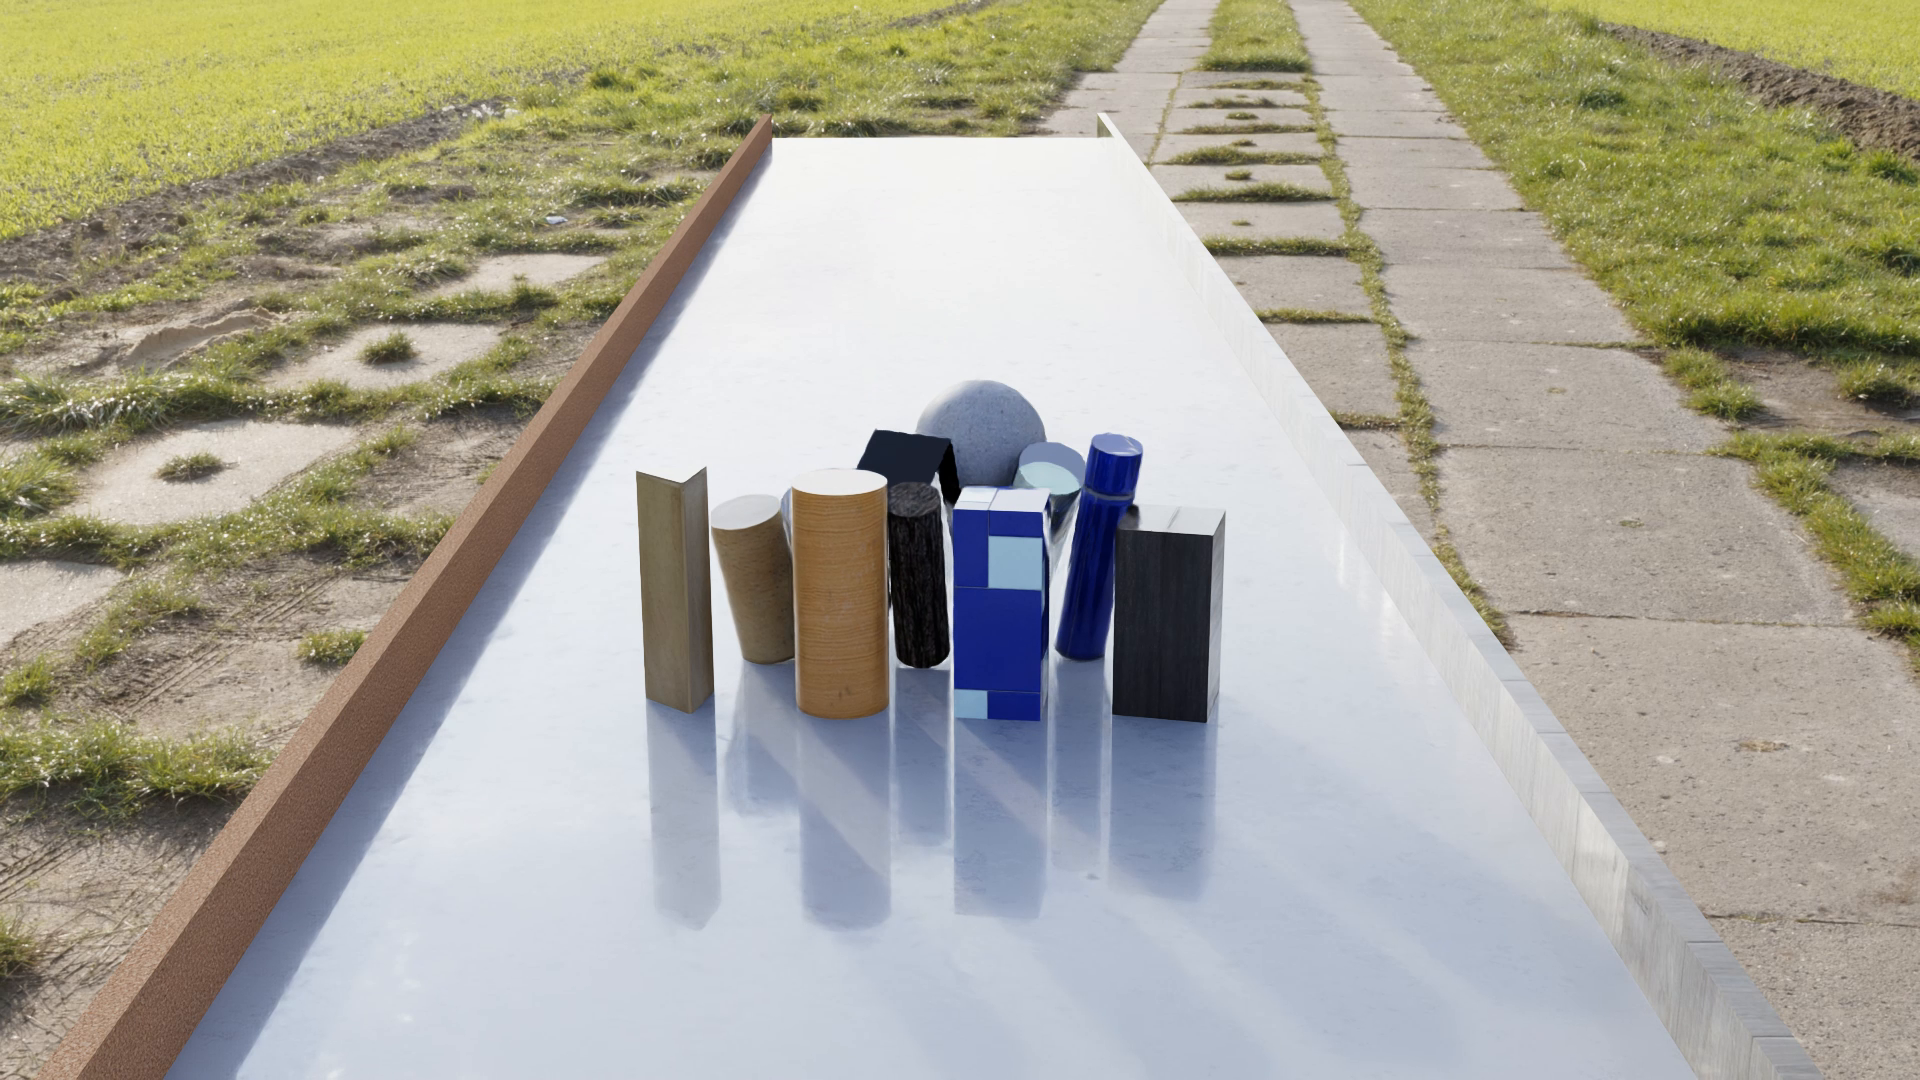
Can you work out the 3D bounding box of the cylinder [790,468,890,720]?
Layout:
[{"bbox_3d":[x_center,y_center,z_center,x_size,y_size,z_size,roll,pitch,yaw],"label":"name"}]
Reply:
[{"bbox_3d":[-0.223,0.100,4.121,0.179,0.436,0.179,0,17,0],"label":"cylinder"}]

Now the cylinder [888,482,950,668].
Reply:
[{"bbox_3d":[-0.082,0.071,4.287,0.109,0.387,0.109,-2,40,2],"label":"cylinder"}]

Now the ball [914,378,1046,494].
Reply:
[{"bbox_3d":[0.041,-0.194,4.529,0.275,0.275,0.275,0,17,0],"label":"ball"}]

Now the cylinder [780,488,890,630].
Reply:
[{"bbox_3d":[-0.244,0.054,4.351,0.151,0.368,0.151,-6,44,6],"label":"cylinder"}]

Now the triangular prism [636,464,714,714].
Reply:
[{"bbox_3d":[-0.515,0.086,4.148,0.131,0.450,0.114,15,22,40],"label":"triangular prism"}]

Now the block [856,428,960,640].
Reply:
[{"bbox_3d":[-0.091,-0.007,4.452,0.161,0.425,0.161,8,49,17],"label":"block"}]

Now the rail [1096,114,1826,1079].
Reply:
[{"bbox_3d":[0.932,-0.844,7.801,0.050,0.150,12.000,0,17,-1],"label":"rail"}]

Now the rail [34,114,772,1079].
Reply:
[{"bbox_3d":[-1.118,-0.838,7.780,0.050,0.150,12.000,0,17,-1],"label":"rail"}]

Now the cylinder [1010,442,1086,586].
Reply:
[{"bbox_3d":[0.145,-0.005,4.485,0.141,0.426,0.141,7,48,-8],"label":"cylinder"}]

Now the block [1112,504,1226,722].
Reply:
[{"bbox_3d":[0.393,0.135,4.136,0.179,0.364,0.179,4,17,13],"label":"block"}]

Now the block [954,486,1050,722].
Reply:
[{"bbox_3d":[0.080,0.117,4.121,0.162,0.405,0.162,2,17,7],"label":"block"}]

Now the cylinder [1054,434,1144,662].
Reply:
[{"bbox_3d":[0.272,0.018,4.347,0.104,0.456,0.104,7,26,-4],"label":"cylinder"}]

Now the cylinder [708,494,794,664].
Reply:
[{"bbox_3d":[-0.396,0.078,4.378,0.148,0.307,0.148,-9,27,5],"label":"cylinder"}]
